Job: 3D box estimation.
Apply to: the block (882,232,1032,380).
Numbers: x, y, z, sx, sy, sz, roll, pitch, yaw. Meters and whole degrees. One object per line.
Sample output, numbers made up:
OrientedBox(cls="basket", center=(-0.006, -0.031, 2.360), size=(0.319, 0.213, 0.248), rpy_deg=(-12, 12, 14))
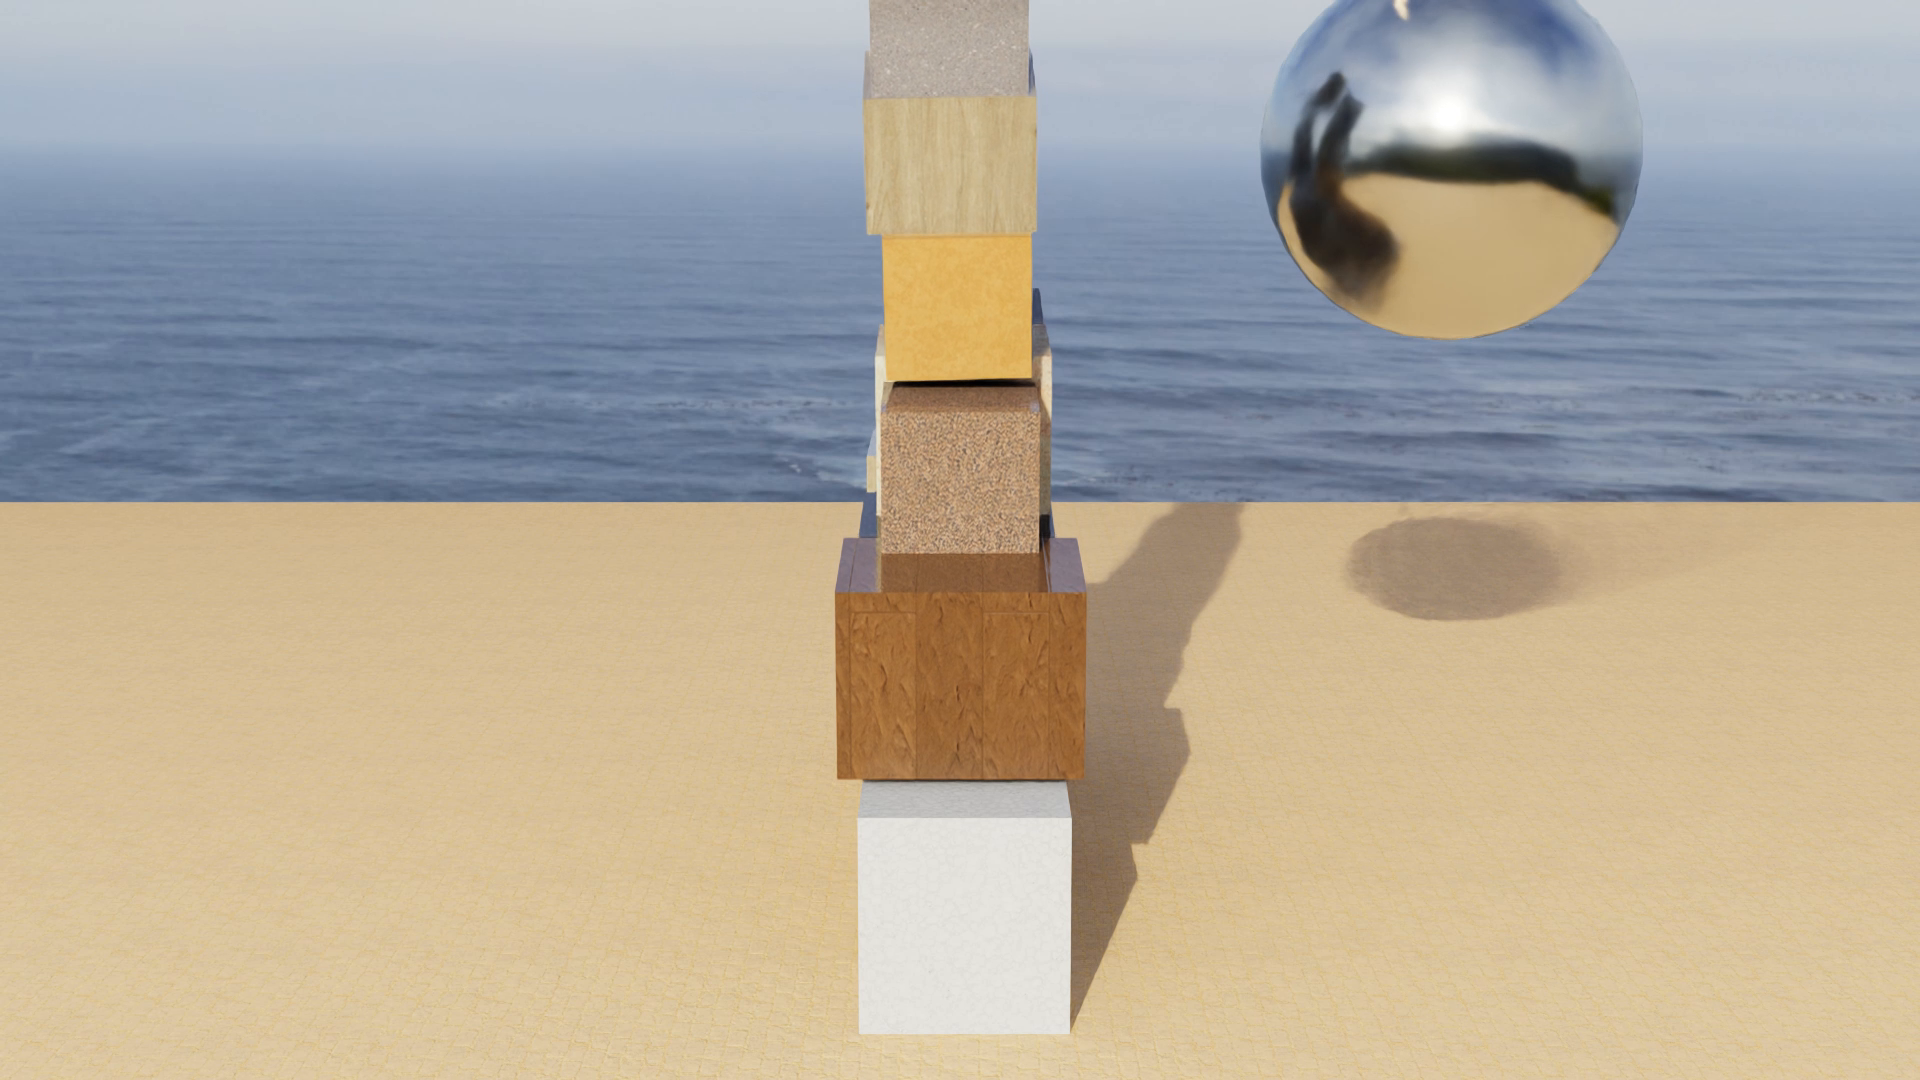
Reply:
OrientedBox(cls="block", center=(-0.013, -1.052, 10.427), size=(0.586, 0.610, 0.575), rpy_deg=(-1, 29, -1))

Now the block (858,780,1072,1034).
OrientedBox(cls="block", center=(0.017, 1.356, 9.791), size=(0.781, 0.828, 0.736), rpy_deg=(0, 10, 0))

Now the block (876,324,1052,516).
OrientedBox(cls="block", center=(0.013, -0.525, 10.960), size=(0.724, 0.674, 0.714), rpy_deg=(0, 16, 0))

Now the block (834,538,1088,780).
OrientedBox(cls="block", center=(0.002, 0.451, 10.075), size=(0.944, 0.740, 0.811), rpy_deg=(0, 15, 0))

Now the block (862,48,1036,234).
OrientedBox(cls="block", center=(-0.039, -1.589, 10.194), size=(0.667, 0.554, 0.579), rpy_deg=(-1, 29, 0))

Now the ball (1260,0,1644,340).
OrientedBox(cls="ball", center=(2.074, -1.648, 10.881), size=(1.600, 1.600, 1.600), rpy_deg=(0, 10, 0))

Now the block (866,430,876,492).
OrientedBox(cls="block", center=(-0.019, 0.002, 12.291), size=(0.817, 0.949, 0.903), rpy_deg=(0, 10, 0))

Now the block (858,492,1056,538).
OrientedBox(cls="block", center=(-0.012, 0.249, 10.818), size=(0.797, 0.741, 0.715), rpy_deg=(0, 16, 0))

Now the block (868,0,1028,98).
OrientedBox(cls="block", center=(-0.048, -2.112, 9.905), size=(0.600, 0.642, 0.548), rpy_deg=(-1, 29, -1))

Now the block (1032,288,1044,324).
OrientedBox(cls="block", center=(0.019, -0.717, 11.644), size=(0.695, 0.704, 0.623), rpy_deg=(0, 23, 0))

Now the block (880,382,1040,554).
OrientedBox(cls="block", center=(-0.001, -0.299, 10.338), size=(0.622, 0.572, 0.583), rpy_deg=(0, 15, 0))
